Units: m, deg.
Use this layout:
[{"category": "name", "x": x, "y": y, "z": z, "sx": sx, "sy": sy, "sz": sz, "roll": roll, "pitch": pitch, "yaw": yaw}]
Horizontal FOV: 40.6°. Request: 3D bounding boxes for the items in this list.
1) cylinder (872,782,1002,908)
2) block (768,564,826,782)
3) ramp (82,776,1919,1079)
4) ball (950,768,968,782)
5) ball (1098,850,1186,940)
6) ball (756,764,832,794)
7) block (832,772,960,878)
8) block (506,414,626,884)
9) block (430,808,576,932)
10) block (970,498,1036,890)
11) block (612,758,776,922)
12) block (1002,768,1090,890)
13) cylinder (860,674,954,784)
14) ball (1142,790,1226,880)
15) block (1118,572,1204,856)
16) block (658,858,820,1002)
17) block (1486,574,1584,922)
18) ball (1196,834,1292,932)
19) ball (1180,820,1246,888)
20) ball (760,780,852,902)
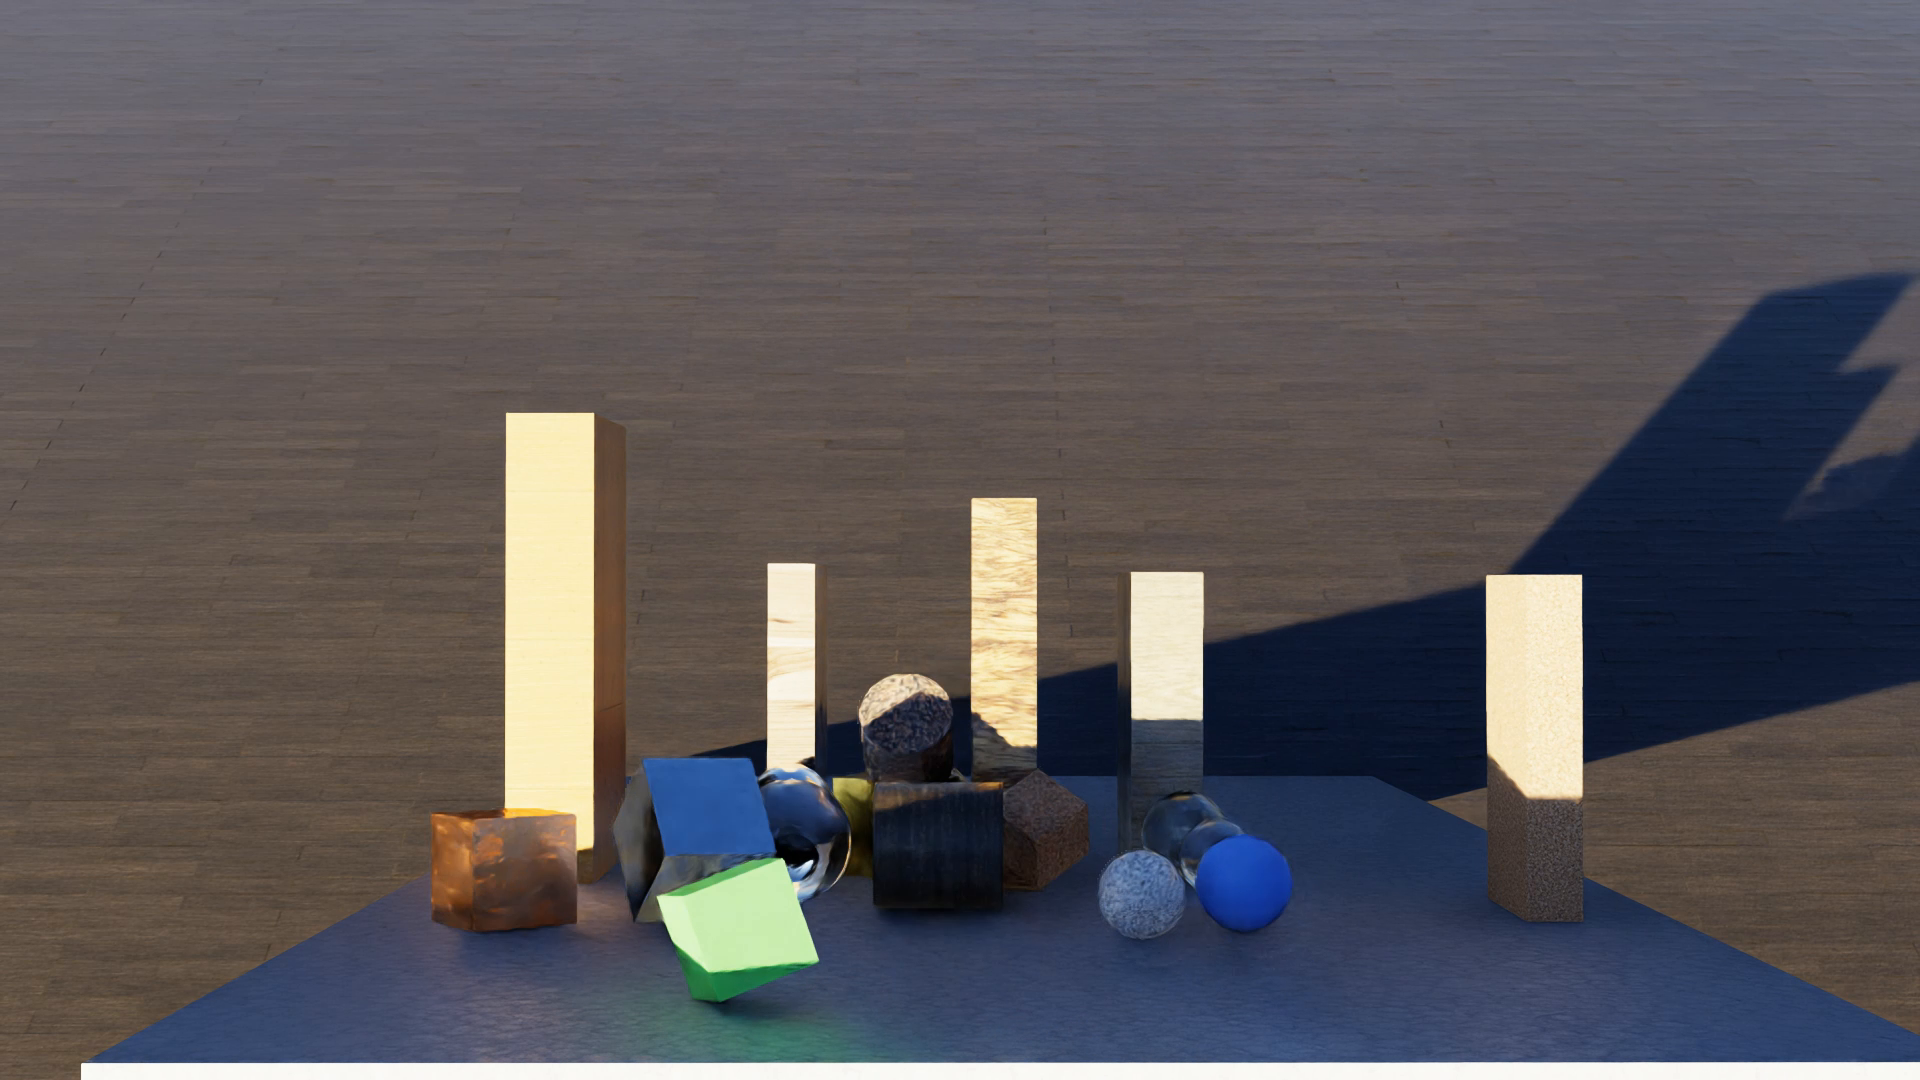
[{"category": "cylinder", "x": -0.033, "y": 0.473, "z": 4.018, "sx": 0.196, "sy": 0.196, "sz": 0.196, "roll": 0, "pitch": 32, "yaw": 1}, {"category": "block", "x": -0.297, "y": 0.314, "z": 4.767, "sx": 0.082, "sy": 0.538, "sz": 0.424, "roll": 0, "pitch": -1, "yaw": 0}, {"category": "ramp", "x": 0.072, "y": 0.633, "z": 4.735, "sx": 2.000, "sy": 0.100, "sz": 4.000, "roll": 0, "pitch": -1, "yaw": 0}, {"category": "ball", "x": -0.053, "y": 0.503, "z": 4.905, "sx": 0.166, "sy": 0.166, "sz": 0.166, "roll": 0, "pitch": 32, "yaw": 0}, {"category": "ball", "x": 0.258, "y": 0.504, "z": 3.683, "sx": 0.125, "sy": 0.125, "sz": 0.125, "roll": 0, "pitch": 32, "yaw": 0}, {"category": "ball", "x": -0.294, "y": 0.461, "z": 4.478, "sx": 0.150, "sy": 0.150, "sz": 0.150, "roll": 0, "pitch": 32, "yaw": 0}, {"category": "block", "x": -0.111, "y": 0.494, "z": 4.496, "sx": 0.167, "sy": 0.167, "sz": 0.167, "roll": 1, "pitch": 0, "yaw": 23}, {"category": "block", "x": -0.690, "y": 0.185, "z": 4.573, "sx": 0.147, "sy": 0.791, "sz": 0.426, "roll": 0, "pitch": -1, "yaw": 0}, {"category": "block", "x": -0.679, "y": 0.487, "z": 3.851, "sx": 0.162, "sy": 0.162, "sz": 0.162, "roll": 1, "pitch": -2, "yaw": -34}, {"category": "block", "x": 0.073, "y": 0.256, "z": 4.440, "sx": 0.106, "sy": 0.644, "sz": 0.356, "roll": 0, "pitch": -1, "yaw": 0}, {"category": "block", "x": -0.395, "y": 0.444, "z": 3.837, "sx": 0.171, "sy": 0.171, "sz": 0.171, "roll": 2, "pitch": 48, "yaw": -26}, {"category": "block", "x": 0.126, "y": 0.464, "z": 4.164, "sx": 0.114, "sy": 0.114, "sz": 0.114, "roll": -33, "pitch": 48, "yaw": -29}, {"category": "cylinder", "x": -0.087, "y": 0.327, "z": 4.316, "sx": 0.153, "sy": 0.153, "sz": 0.153, "roll": -1, "pitch": 56, "yaw": 1}, {"category": "ball", "x": 0.381, "y": 0.498, "z": 4.380, "sx": 0.149, "sy": 0.149, "sz": 0.149, "roll": 0, "pitch": 32, "yaw": 0}, {"category": "block", "x": 0.356, "y": 0.320, "z": 4.649, "sx": 0.123, "sy": 0.523, "sz": 0.384, "roll": 0, "pitch": -1, "yaw": 0}, {"category": "block", "x": -0.268, "y": 0.469, "z": 3.122, "sx": 0.131, "sy": 0.131, "sz": 0.131, "roll": -19, "pitch": -1, "yaw": -21}, {"category": "block", "x": 0.888, "y": 0.313, "z": 4.016, "sx": 0.083, "sy": 0.517, "sz": 0.291, "roll": 0, "pitch": -1, "yaw": 0}, {"category": "ball", "x": 0.412, "y": 0.498, "z": 3.764, "sx": 0.140, "sy": 0.140, "sz": 0.140, "roll": 0, "pitch": 32, "yaw": 0}, {"category": "ball", "x": 0.416, "y": 0.513, "z": 4.190, "sx": 0.122, "sy": 0.122, "sz": 0.122, "roll": 0, "pitch": 32, "yaw": 0}, {"category": "ball", "x": -0.268, "y": 0.476, "z": 4.102, "sx": 0.195, "sy": 0.195, "sz": 0.195, "roll": 0, "pitch": 32, "yaw": 0}]
